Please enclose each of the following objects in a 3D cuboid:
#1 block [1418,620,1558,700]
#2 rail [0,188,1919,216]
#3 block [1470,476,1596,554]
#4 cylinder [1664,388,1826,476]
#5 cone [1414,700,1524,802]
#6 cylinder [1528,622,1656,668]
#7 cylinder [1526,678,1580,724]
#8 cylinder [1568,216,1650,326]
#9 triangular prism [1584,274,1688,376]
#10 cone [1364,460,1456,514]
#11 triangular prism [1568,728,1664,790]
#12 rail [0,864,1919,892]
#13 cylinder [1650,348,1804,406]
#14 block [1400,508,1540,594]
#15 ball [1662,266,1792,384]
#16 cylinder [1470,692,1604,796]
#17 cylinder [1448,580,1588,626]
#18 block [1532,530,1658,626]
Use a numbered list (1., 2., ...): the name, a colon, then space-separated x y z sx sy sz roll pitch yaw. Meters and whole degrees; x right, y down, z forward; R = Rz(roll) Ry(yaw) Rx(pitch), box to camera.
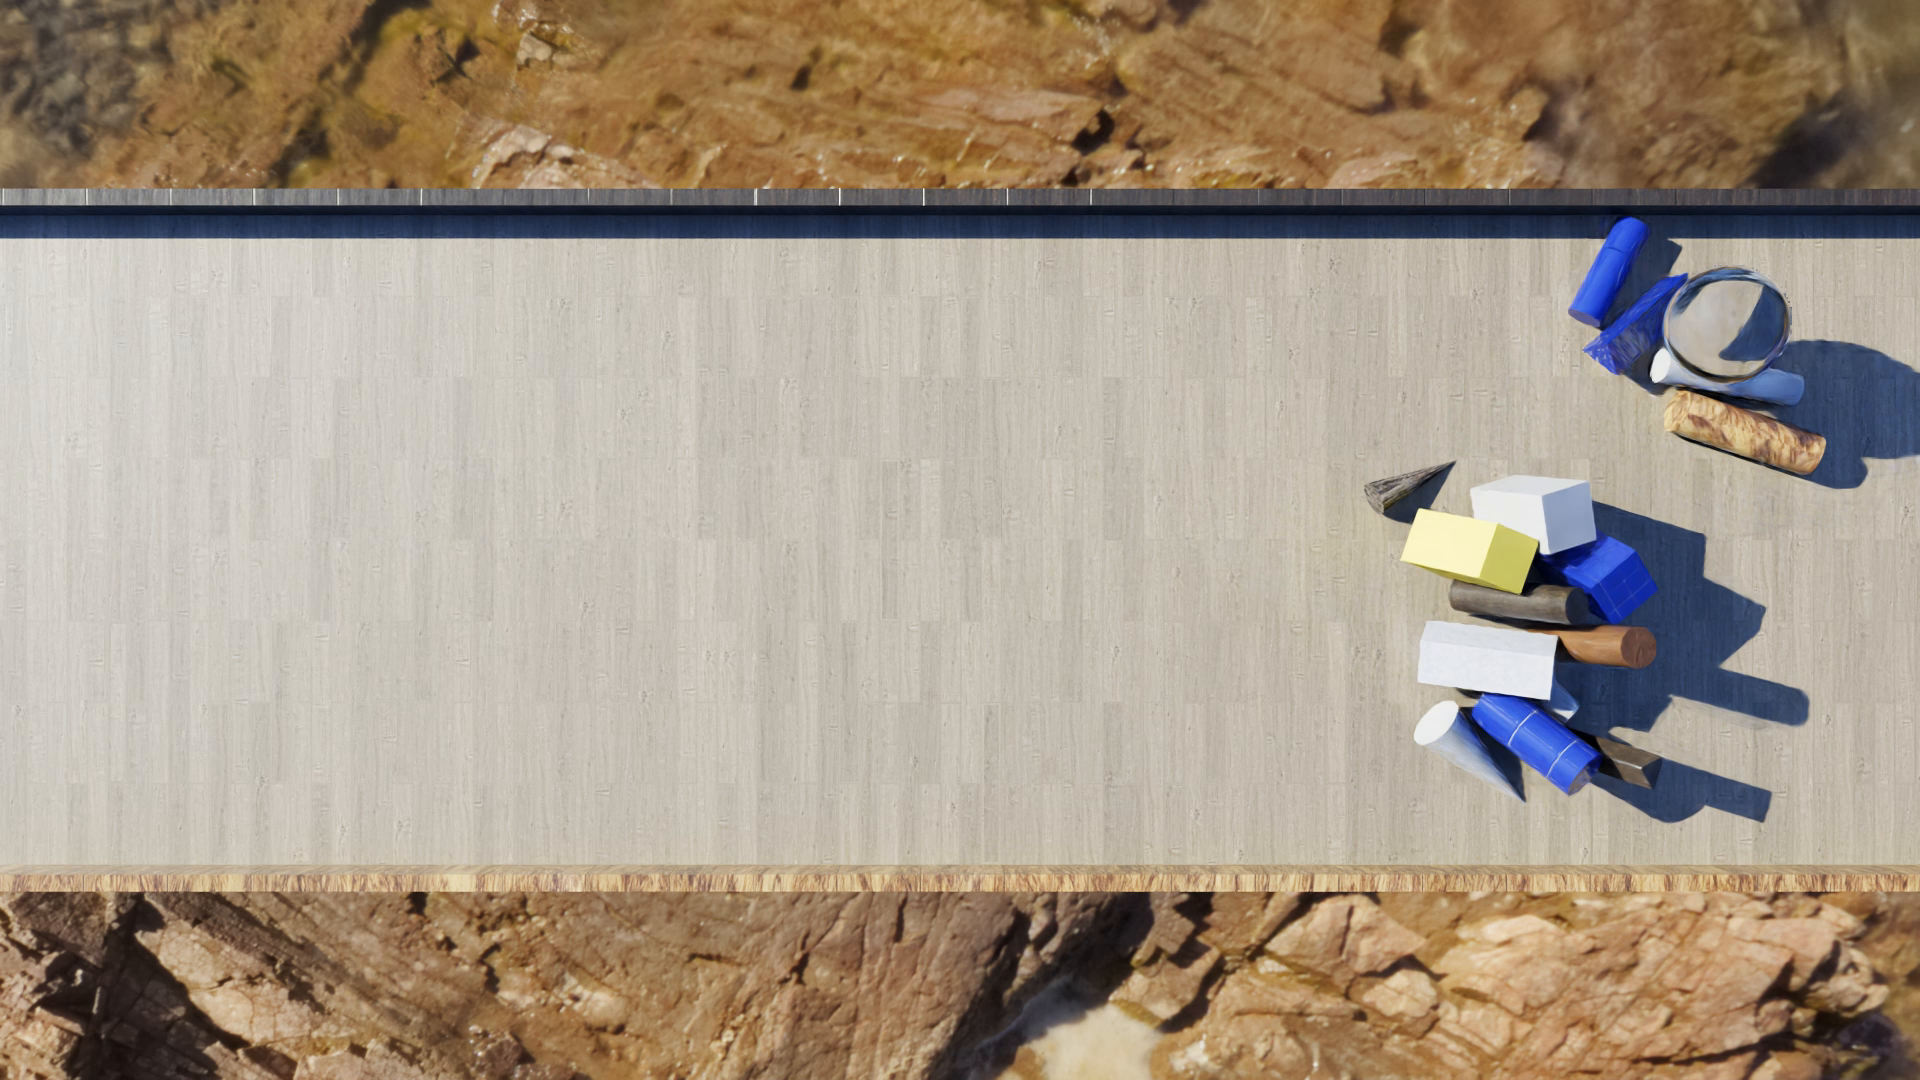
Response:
1. block: 1.573 0.355 4.919 0.376 0.141 0.141 7 116 22
2. rail: -2.247 -1.025 5.002 12.000 0.150 0.050 0 90 0
3. block: 1.696 -0.078 4.889 0.175 0.308 0.175 -16 101 -20
4. cylinder: 2.380 -0.327 5.009 0.437 0.134 0.134 18 90 0
5. cone: 1.591 0.683 5.034 0.407 0.169 0.169 41 90 -11
6. cylinder: 1.846 0.306 4.847 0.119 0.443 0.119 0 89 -16
7. cylinder: 1.740 0.423 5.023 0.107 0.107 0.303 -44 90 0
8. cylinder: 1.976 -0.818 5.023 0.107 0.107 0.321 28 90 0
9. triangular prism: 2.058 -0.669 4.970 0.346 0.113 0.130 -40 65 -9
10. cone: 1.398 -0.186 5.051 0.303 0.103 0.103 -24 90 -10
11. triangular prism: 1.911 0.628 4.912 0.086 0.364 0.099 -47 120 -16
12. rail: -2.247 1.025 5.001 12.000 0.150 0.050 0 90 0
13. cylinder: 2.323 -0.492 4.995 0.443 0.103 0.103 9 90 -8
14. block: 1.504 0.031 4.883 0.165 0.350 0.165 19 90 -24
15. ball: 2.187 -0.612 4.710 0.334 0.334 0.334 0 90 0
16. cylinder: 1.714 0.587 4.912 0.156 0.156 0.358 -48 56 0
17. cylinder: 1.646 0.177 4.880 0.108 0.406 0.108 -3 95 -35
18. block: 1.870 0.086 4.897 0.168 0.318 0.168 -40 117 0
